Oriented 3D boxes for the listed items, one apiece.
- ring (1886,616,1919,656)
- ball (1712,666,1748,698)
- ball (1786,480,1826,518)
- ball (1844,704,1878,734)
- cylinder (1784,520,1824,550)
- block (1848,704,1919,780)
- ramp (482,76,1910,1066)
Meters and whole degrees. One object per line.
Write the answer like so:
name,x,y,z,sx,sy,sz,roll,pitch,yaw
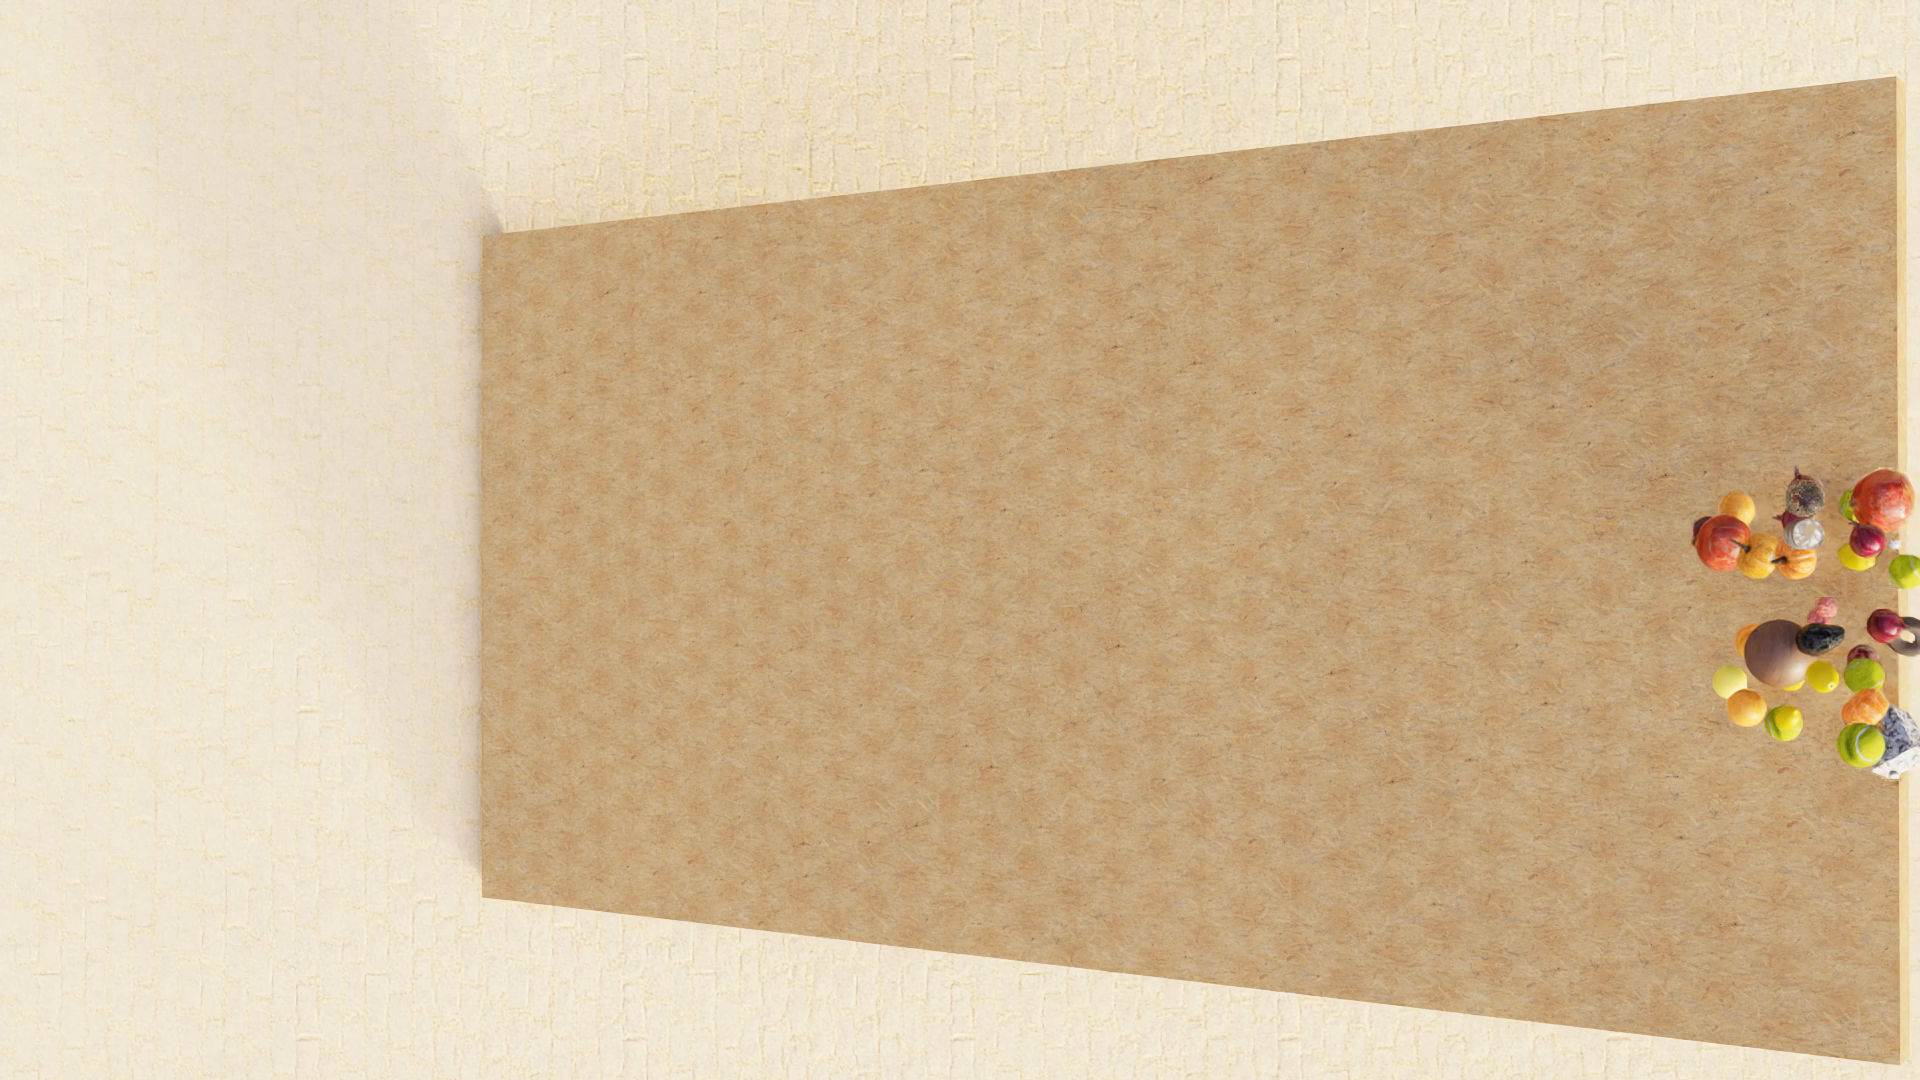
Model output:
ring,1.755,0.179,4.071,0.081,0.081,0.027,51,46,0
ball,1.543,0.285,4.408,0.067,0.067,0.067,0,90,0
ball,1.399,-0.068,3.639,0.062,0.062,0.062,0,90,0
ball,1.599,0.317,3.903,0.054,0.054,0.054,0,90,0
cylinder,1.466,-0.009,3.822,0.053,0.053,0.053,0,90,4
block,1.663,0.361,3.928,0.087,0.087,0.087,-39,51,30
ramp,0.254,0.070,5.587,4.000,0.100,2.000,0,89,33
